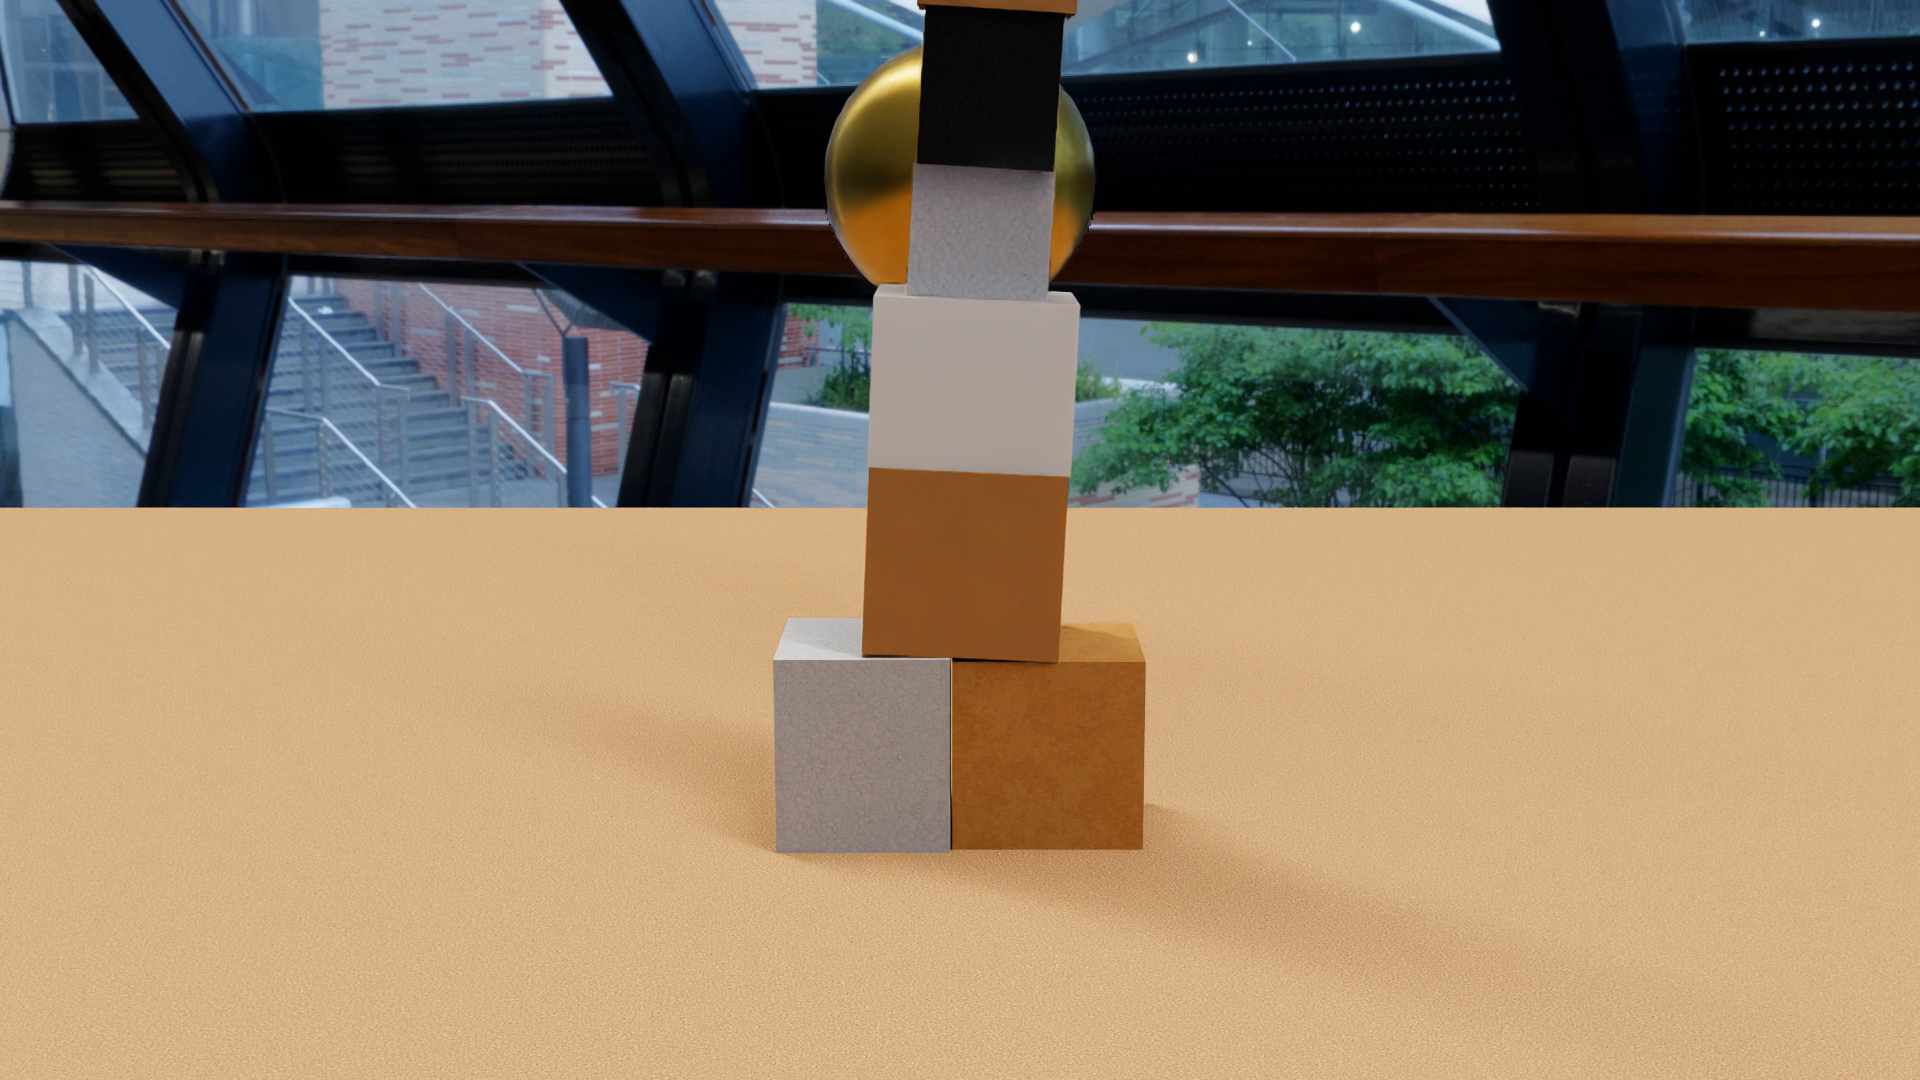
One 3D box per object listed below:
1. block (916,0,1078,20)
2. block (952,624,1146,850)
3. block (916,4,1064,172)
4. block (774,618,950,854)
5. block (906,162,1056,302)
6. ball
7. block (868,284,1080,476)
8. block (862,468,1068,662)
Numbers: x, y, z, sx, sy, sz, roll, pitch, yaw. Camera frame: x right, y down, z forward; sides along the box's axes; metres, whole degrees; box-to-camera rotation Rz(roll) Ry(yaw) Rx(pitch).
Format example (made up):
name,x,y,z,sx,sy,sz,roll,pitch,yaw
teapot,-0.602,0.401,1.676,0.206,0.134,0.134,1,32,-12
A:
name,x,y,z,sx,sy,sz,roll,pitch,yaw
block,0.194,-2.928,10.610,0.752,0.739,0.770,4,11,-1
block,0.439,0.998,11.372,0.956,0.967,0.881,0,10,0
block,0.142,-2.203,10.736,0.654,0.737,0.675,4,11,-1
block,-0.483,0.990,11.355,0.869,0.990,0.956,0,10,0
block,0.101,-1.536,10.876,0.683,0.623,0.561,3,12,-1
ball,0.000,-2.117,12.904,1.600,1.600,1.600,0,10,0
block,0.063,-0.818,11.032,0.992,0.830,0.834,3,11,0
block,0.022,0.047,11.191,0.971,0.923,0.902,3,10,0
